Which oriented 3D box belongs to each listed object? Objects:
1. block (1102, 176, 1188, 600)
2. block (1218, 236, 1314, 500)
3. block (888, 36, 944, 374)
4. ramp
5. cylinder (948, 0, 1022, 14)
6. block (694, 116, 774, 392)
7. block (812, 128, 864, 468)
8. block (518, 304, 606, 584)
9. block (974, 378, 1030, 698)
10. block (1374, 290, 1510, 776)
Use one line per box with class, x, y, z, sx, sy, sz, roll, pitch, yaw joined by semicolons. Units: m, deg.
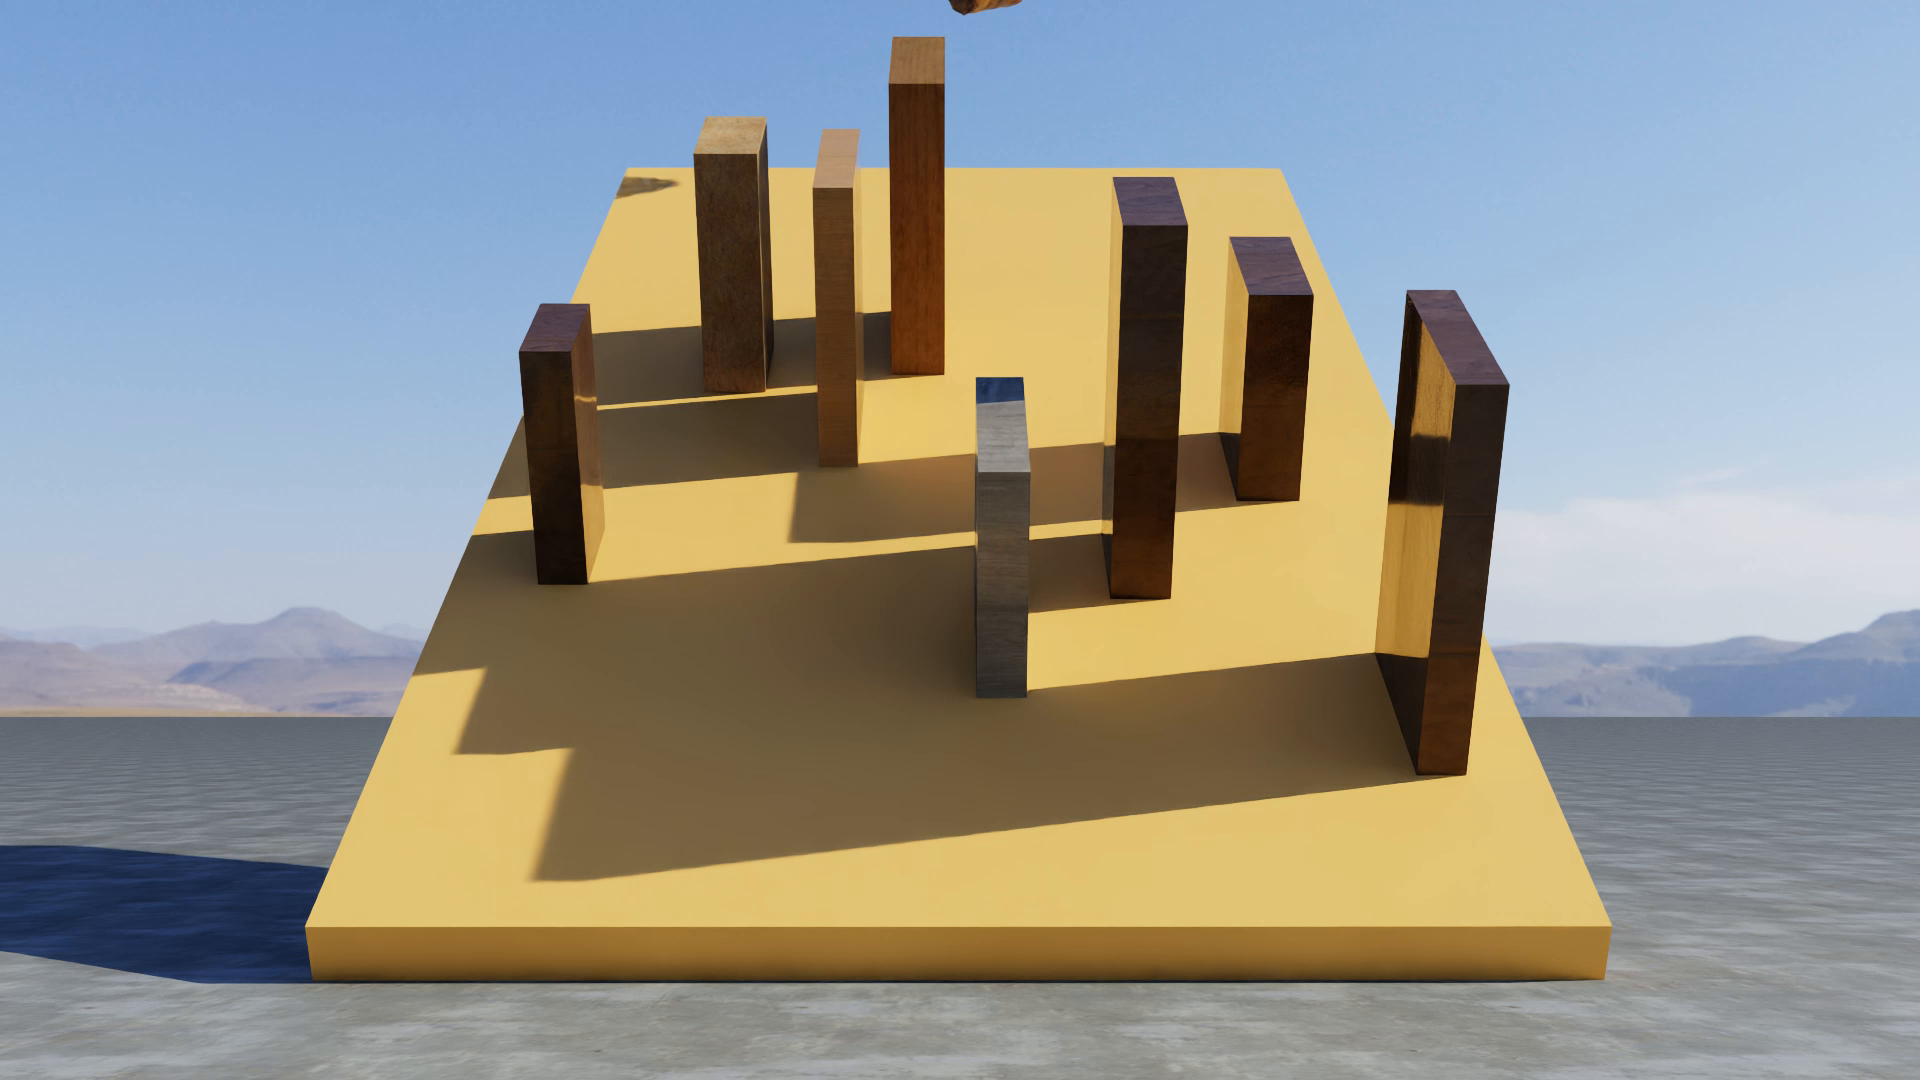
block;0.353;-0.293;4.561;0.119;0.761;0.300;0;26;0
block;0.656;-0.374;5.074;0.133;0.464;0.377;0;26;0
block;-0.101;-0.814;5.703;0.127;0.711;0.447;0;26;0
ramp;-0.009;-0.229;5.421;2.000;0.100;4.000;0;26;0
cylinder;0.074;-1.661;6.972;0.177;0.177;0.177;-18;6;-30
block;-0.531;-0.677;5.567;0.143;0.579;0.311;0;26;0
block;-0.267;-0.542;5.223;0.084;0.635;0.444;0;26;0
block;-0.784;-0.191;4.653;0.098;0.492;0.264;0;26;0
block;0.075;-0.012;4.339;0.090;0.445;0.442;0;26;0
block;0.819;-0.017;4.043;0.085;0.715;0.441;0;26;0
